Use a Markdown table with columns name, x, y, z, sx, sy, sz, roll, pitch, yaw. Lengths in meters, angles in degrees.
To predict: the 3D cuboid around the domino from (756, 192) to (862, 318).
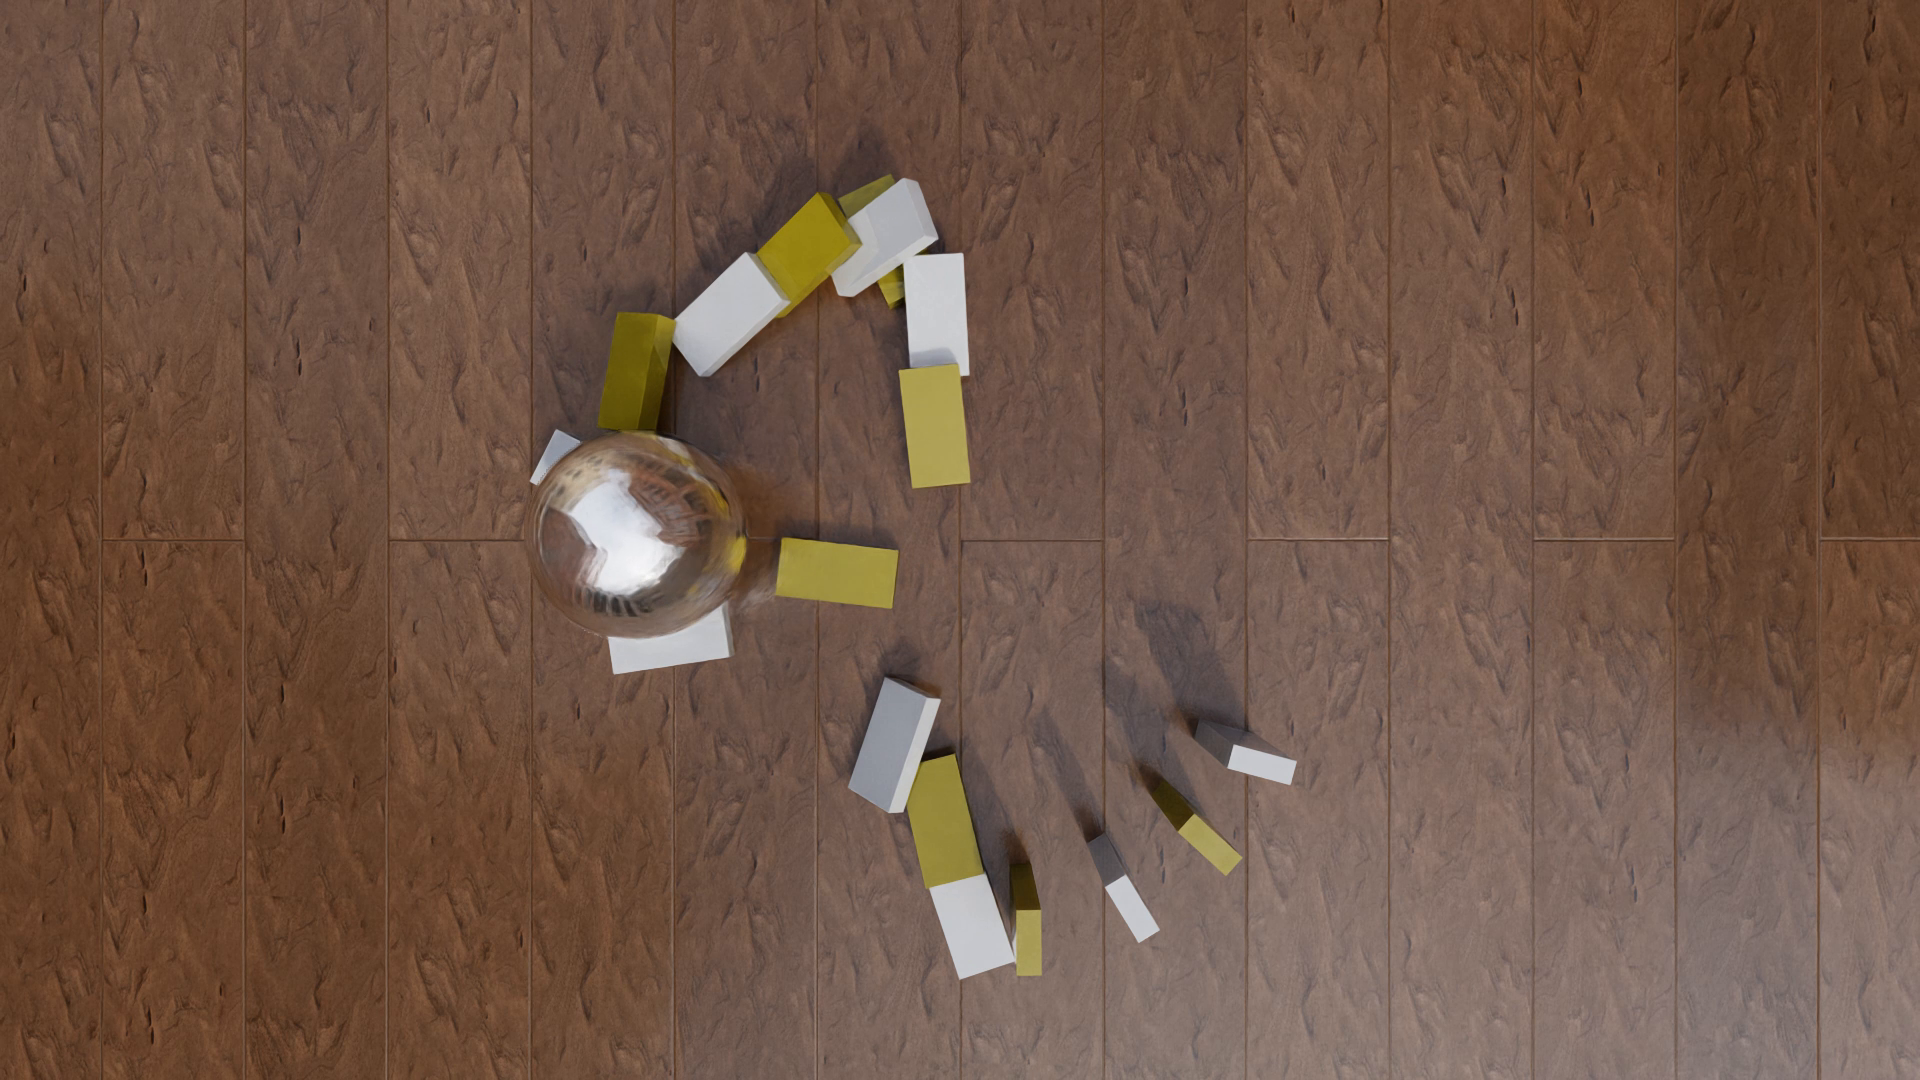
| name | x | y | z | sx | sy | sz | roll | pitch | yaw |
| --- | --- | --- | --- | --- | --- | --- | --- | --- | --- |
| domino | -0.067 | -0.119 | 0.384 | 0.050 | 0.010 | 0.025 | -33 | 90 | 28 |

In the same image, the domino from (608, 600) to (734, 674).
| name | x | y | z | sx | sy | sz | roll | pitch | yaw |
| --- | --- | --- | --- | --- | --- | --- | --- | --- | --- |
| domino | -0.125 | 0.041 | 0.395 | 0.050 | 0.010 | 0.025 | -9 | 90 | 0 |

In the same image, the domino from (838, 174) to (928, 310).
| name | x | y | z | sx | sy | sz | roll | pitch | yaw |
| --- | --- | --- | --- | --- | --- | --- | --- | --- | --- |
| domino | -0.030 | -0.128 | 0.395 | 0.025 | 0.010 | 0.050 | -25 | 90 | 0 |

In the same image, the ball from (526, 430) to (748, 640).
| name | x | y | z | sx | sy | sz | roll | pitch | yaw |
| --- | --- | --- | --- | --- | --- | --- | --- | --- | --- |
| ball | -0.122 | -0.002 | 0.351 | 0.080 | 0.080 | 0.080 | 0 | 90 | 0 |

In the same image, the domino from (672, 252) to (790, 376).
| name | x | y | z | sx | sy | sz | roll | pitch | yaw |
| --- | --- | --- | --- | --- | --- | --- | --- | --- | --- |
| domino | -0.099 | -0.095 | 0.388 | 0.050 | 0.010 | 0.025 | -37 | 90 | 17 |

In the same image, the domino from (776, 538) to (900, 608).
| name | x | y | z | sx | sy | sz | roll | pitch | yaw |
| --- | --- | --- | --- | --- | --- | --- | --- | --- | --- |
| domino | -0.052 | 0.014 | 0.395 | 0.050 | 0.010 | 0.025 | 7 | 90 | 0 |

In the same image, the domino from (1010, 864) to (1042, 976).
| name | x | y | z | sx | sy | sz | roll | pitch | yaw |
| --- | --- | --- | --- | --- | --- | --- | --- | --- | --- |
| domino | 0.026 | 0.154 | 0.375 | 0.010 | 0.050 | 0.025 | 0 | 90 | 0 |

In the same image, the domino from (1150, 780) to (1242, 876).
| name | x | y | z | sx | sy | sz | roll | pitch | yaw |
| --- | --- | --- | --- | --- | --- | --- | --- | --- | --- |
| domino | 0.096 | 0.116 | 0.375 | 0.025 | 0.050 | 0.009 | 43 | 90 | 0 |

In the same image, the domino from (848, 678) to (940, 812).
| name | x | y | z | sx | sy | sz | roll | pitch | yaw |
| --- | --- | --- | --- | --- | --- | --- | --- | --- | --- |
| domino | -0.028 | 0.086 | 0.389 | 0.025 | 0.009 | 0.050 | 19 | 90 | 38 |

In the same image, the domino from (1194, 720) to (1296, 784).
| name | x | y | z | sx | sy | sz | roll | pitch | yaw |
| --- | --- | --- | --- | --- | --- | --- | --- | --- | --- |
| domino | 0.115 | 0.086 | 0.375 | 0.025 | 0.050 | 0.009 | 15 | 90 | 0 |

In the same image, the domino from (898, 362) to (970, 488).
| name | x | y | z | sx | sy | sz | roll | pitch | yaw |
| --- | --- | --- | --- | --- | --- | --- | --- | --- | --- |
| domino | -0.010 | -0.048 | 0.389 | 0.025 | 0.010 | 0.050 | -6 | 105 | 0 |

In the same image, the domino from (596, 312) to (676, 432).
| name | x | y | z | sx | sy | sz | roll | pitch | yaw |
| --- | --- | --- | --- | --- | --- | --- | --- | --- | --- |
| domino | -0.138 | -0.071 | 0.390 | 0.025 | 0.009 | 0.050 | 10 | 90 | 29 |

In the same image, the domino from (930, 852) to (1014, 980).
| name | x | y | z | sx | sy | sz | roll | pitch | yaw |
| --- | --- | --- | --- | --- | --- | --- | --- | --- | --- |
| domino | 0.004 | 0.160 | 0.395 | 0.025 | 0.009 | 0.050 | -18 | 90 | 0 |

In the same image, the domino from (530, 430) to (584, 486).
| name | x | y | z | sx | sy | sz | roll | pitch | yaw |
| --- | --- | --- | --- | --- | --- | --- | --- | --- | --- |
| domino | -0.156 | -0.025 | 0.395 | 0.050 | 0.010 | 0.025 | 27 | 90 | 0 |

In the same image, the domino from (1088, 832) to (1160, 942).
| name | x | y | z | sx | sy | sz | roll | pitch | yaw |
| --- | --- | --- | --- | --- | --- | --- | --- | --- | --- |
| domino | 0.066 | 0.141 | 0.375 | 0.010 | 0.050 | 0.025 | -31 | 90 | 0 |

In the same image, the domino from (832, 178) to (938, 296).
| name | x | y | z | sx | sy | sz | roll | pitch | yaw |
| --- | --- | --- | --- | --- | --- | --- | --- | --- | --- |
| domino | -0.034 | -0.124 | 0.378 | 0.050 | 0.009 | 0.025 | -23 | 85 | 35 |

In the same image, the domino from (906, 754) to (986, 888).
| name | x | y | z | sx | sy | sz | roll | pitch | yaw |
| --- | --- | --- | --- | --- | --- | --- | --- | --- | --- |
| domino | -0.008 | 0.119 | 0.390 | 0.025 | 0.010 | 0.050 | -15 | 77 | 1 |

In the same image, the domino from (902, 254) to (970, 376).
| name | x | y | z | sx | sy | sz | roll | pitch | yaw |
| --- | --- | --- | --- | --- | --- | --- | --- | --- | --- |
| domino | -0.010 | -0.095 | 0.389 | 0.025 | 0.010 | 0.050 | -4 | 102 | -5 |
